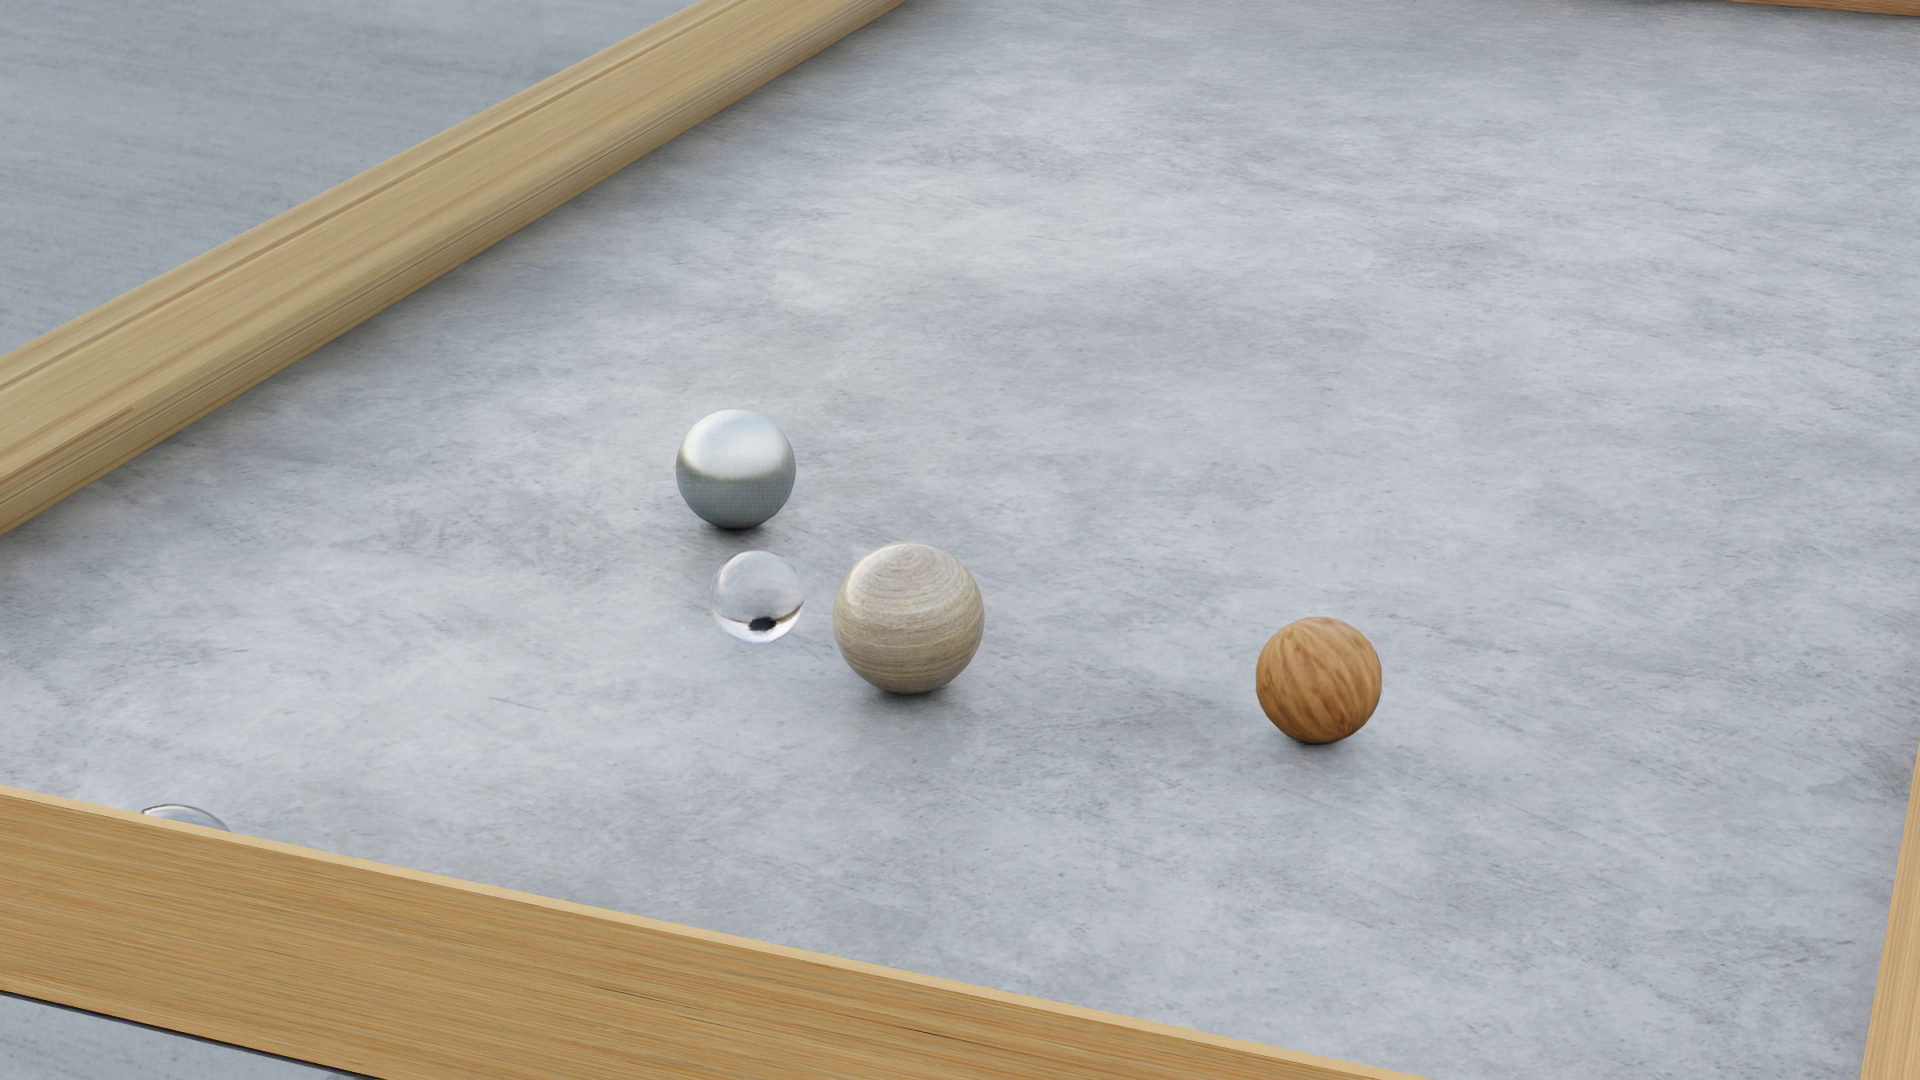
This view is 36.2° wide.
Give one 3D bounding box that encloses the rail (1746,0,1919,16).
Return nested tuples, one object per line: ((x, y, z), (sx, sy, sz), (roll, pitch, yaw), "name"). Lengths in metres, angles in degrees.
((0.672, -0.733, 3.565), (1.330, 0.123, 0.045), (9, 25, 19), "rail")

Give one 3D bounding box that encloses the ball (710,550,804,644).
((-0.131, 0.037, 1.897), (0.061, 0.061, 0.061), (0, 24, 0), "ball")

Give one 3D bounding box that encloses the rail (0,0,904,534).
((-0.373, -0.353, 2.702), (0.045, 0.123, 2.552), (9, 25, 19), "rail")

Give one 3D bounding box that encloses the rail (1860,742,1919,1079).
((0.826, -0.169, 2.285), (0.045, 0.123, 2.552), (9, 25, 19), "rail")

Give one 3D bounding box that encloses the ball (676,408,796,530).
((-0.157, -0.050, 2.063), (0.085, 0.085, 0.085), (0, 24, 0), "ball")

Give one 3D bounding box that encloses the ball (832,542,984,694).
((-0.032, 0.048, 1.828), (0.095, 0.095, 0.095), (0, 24, 0), "ball")

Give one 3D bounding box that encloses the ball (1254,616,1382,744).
((0.216, 0.084, 1.769), (0.076, 0.076, 0.076), (0, 24, 0), "ball")

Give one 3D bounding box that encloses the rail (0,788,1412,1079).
((-0.218, 0.210, 1.422), (1.330, 0.123, 0.045), (9, 25, 19), "rail")

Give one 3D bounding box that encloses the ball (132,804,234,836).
((-0.417, 0.178, 1.555), (0.077, 0.077, 0.077), (0, 24, 0), "ball")
